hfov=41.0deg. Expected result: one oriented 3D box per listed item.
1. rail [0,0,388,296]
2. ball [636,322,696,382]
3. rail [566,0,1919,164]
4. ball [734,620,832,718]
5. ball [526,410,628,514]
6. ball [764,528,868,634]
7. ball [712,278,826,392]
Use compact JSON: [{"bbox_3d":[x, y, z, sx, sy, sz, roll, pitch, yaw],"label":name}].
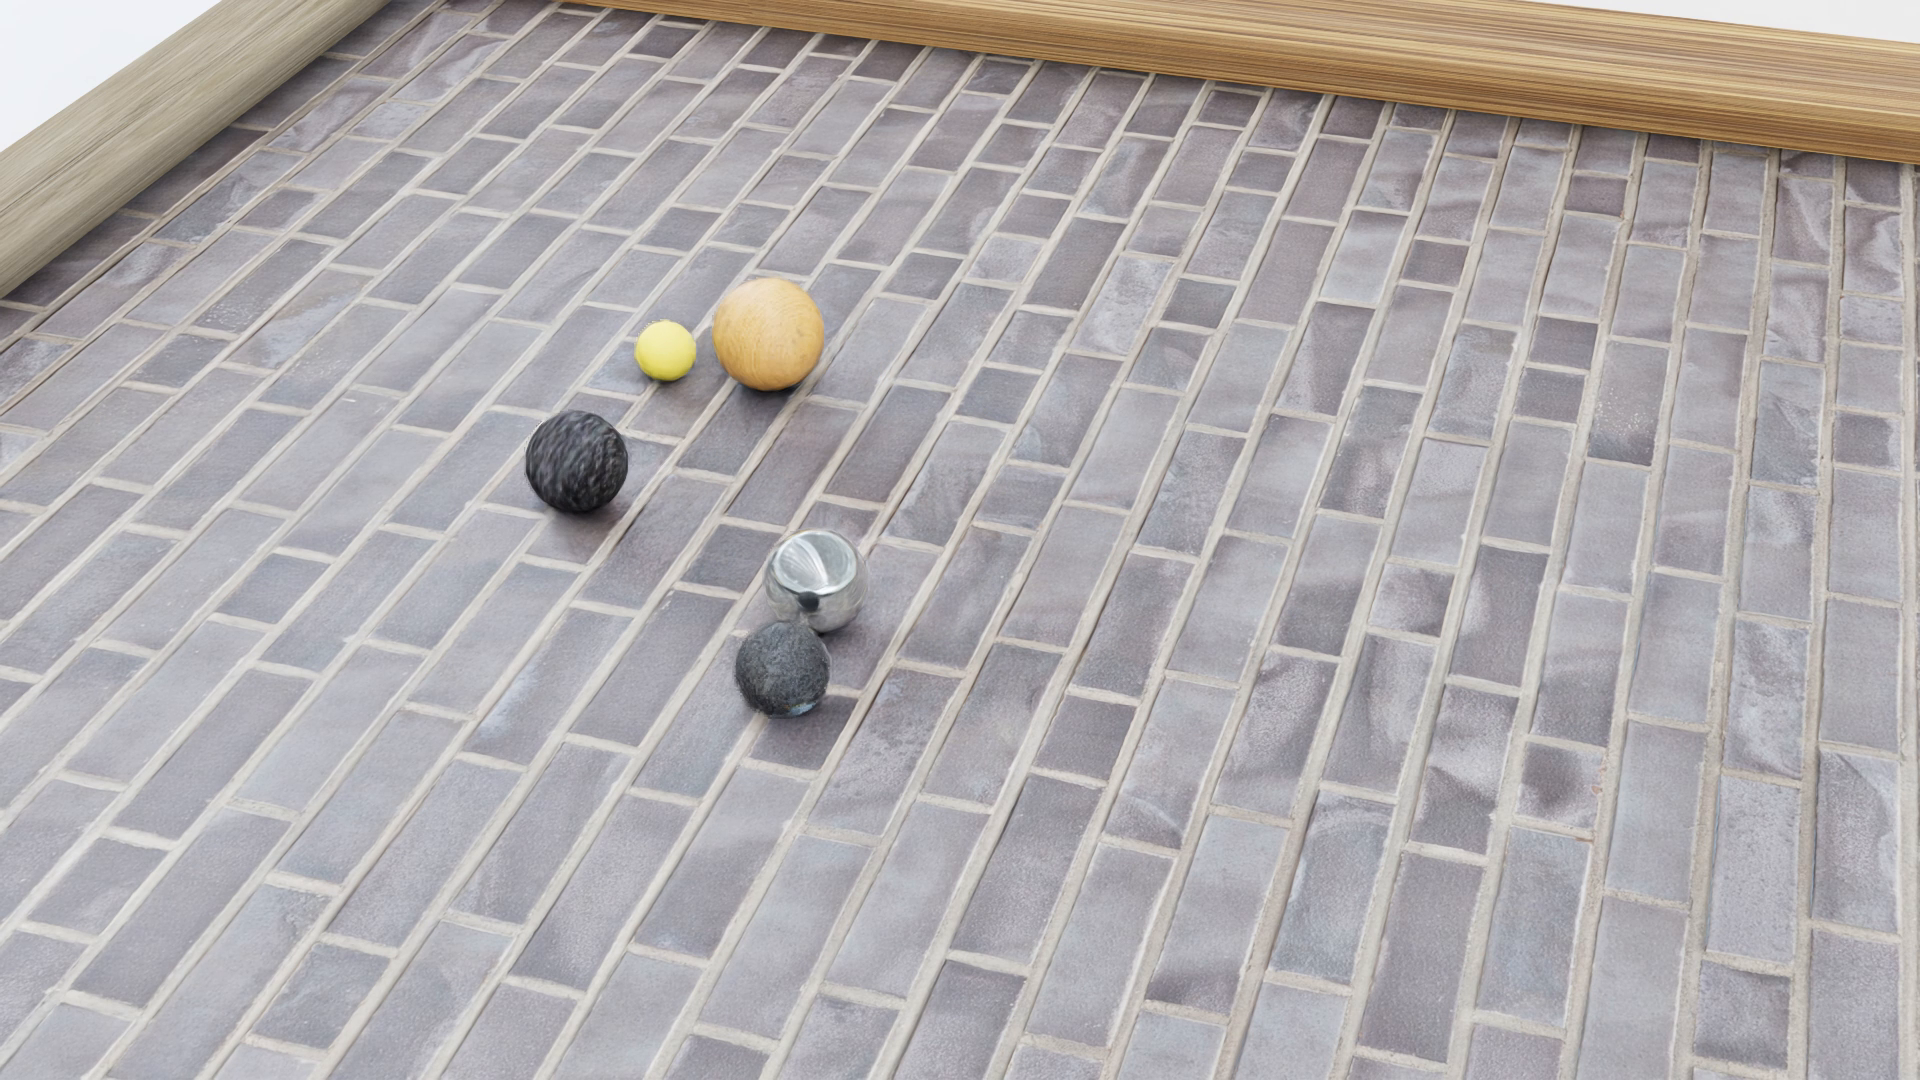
[{"bbox_3d":[-0.944,-0.184,2.248,0.045,0.130,2.060,10,35,14],"label":"rail"},{"bbox_3d":[-0.263,-0.169,2.296,0.054,0.054,0.054,0,33,0],"label":"ball"},{"bbox_3d":[1.261,-0.392,2.562,4.043,0.130,0.045,10,35,14],"label":"rail"},{"bbox_3d":[-0.130,0.095,1.882,0.071,0.071,0.071,0,33,0],"label":"ball"},{"bbox_3d":[-0.315,-0.064,2.110,0.084,0.084,0.084,0,33,0],"label":"ball"},{"bbox_3d":[-0.110,0.031,1.968,0.081,0.081,0.081,0,33,0],"label":"ball"},{"bbox_3d":[-0.170,-0.182,2.274,0.100,0.100,0.100,0,33,0],"label":"ball"}]
